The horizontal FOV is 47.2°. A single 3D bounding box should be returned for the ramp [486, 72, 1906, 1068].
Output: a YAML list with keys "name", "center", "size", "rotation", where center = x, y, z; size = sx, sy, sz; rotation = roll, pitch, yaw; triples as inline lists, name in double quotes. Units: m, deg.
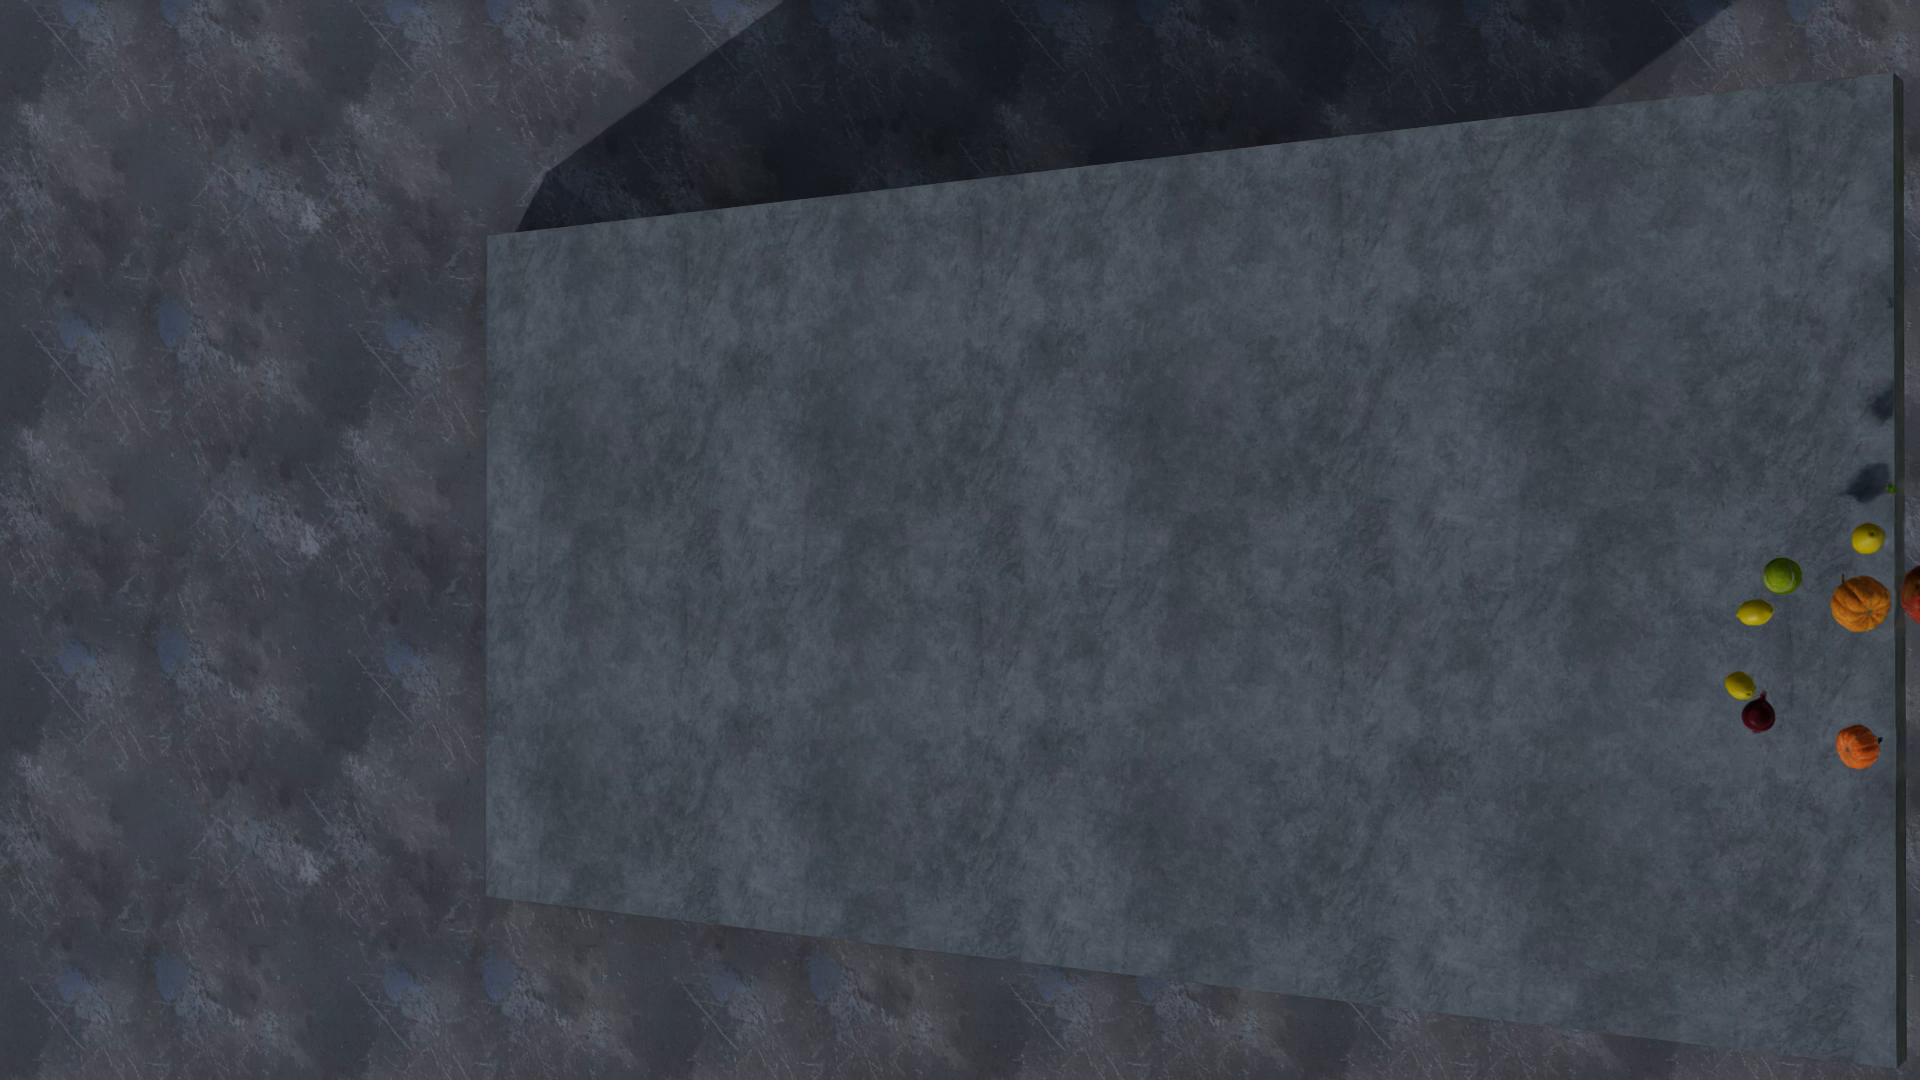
- name: "ramp"
  center: [0.250, 0.069, 5.579]
  size: [4.000, 0.100, 2.000]
  rotation: [0, 89, 34]
